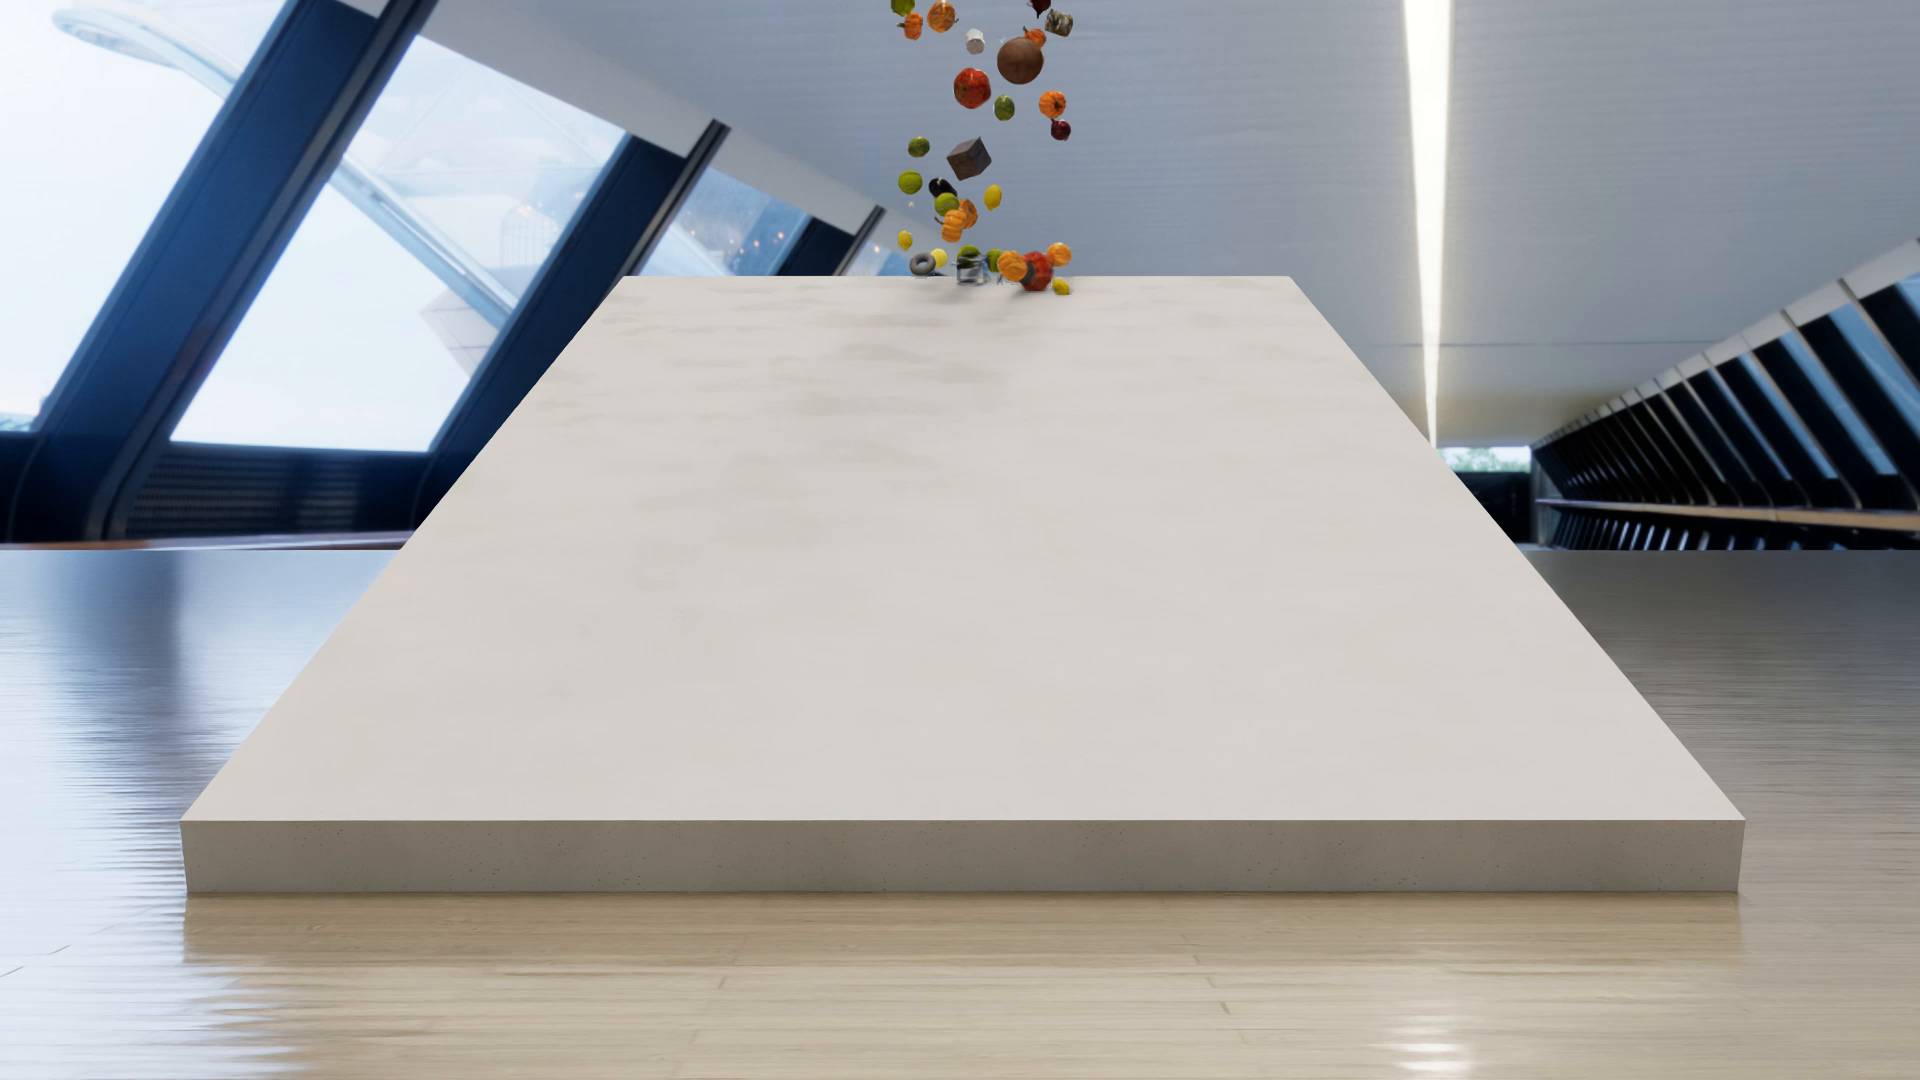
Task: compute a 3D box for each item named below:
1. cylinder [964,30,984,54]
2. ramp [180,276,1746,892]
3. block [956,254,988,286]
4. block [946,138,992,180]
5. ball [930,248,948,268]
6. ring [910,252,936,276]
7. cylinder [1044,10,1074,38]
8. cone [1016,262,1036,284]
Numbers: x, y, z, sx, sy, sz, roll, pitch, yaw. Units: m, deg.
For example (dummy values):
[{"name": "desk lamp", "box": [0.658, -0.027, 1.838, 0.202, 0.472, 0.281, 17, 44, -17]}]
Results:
[{"name": "cylinder", "box": [0.042, -1.429, 6.362, 0.053, 0.053, 0.053, 0, 41, -5]}, {"name": "ramp", "box": [-0.003, -0.170, 4.762, 2.000, 0.100, 4.000, 0, 17, 0]}, {"name": "block", "box": [0.037, -0.793, 6.528, 0.078, 0.078, 0.078, 4, 17, 13]}, {"name": "block", "box": [0.027, -1.119, 6.512, 0.081, 0.081, 0.081, -9, 32, 40]}, {"name": "ball", "box": [-0.065, -0.834, 6.562, 0.055, 0.055, 0.055, 0, 0, 0]}, {"name": "ring", "box": [-0.106, -0.786, 6.322, 0.078, 0.078, 0.026, 0, -32, 15]}, {"name": "cylinder", "box": [0.281, -1.464, 6.285, 0.062, 0.062, 0.062, 15, -5, -17]}, {"name": "cone", "box": [0.173, -0.776, 6.372, 0.064, 0.064, 0.064, 0, 24, -31]}]
